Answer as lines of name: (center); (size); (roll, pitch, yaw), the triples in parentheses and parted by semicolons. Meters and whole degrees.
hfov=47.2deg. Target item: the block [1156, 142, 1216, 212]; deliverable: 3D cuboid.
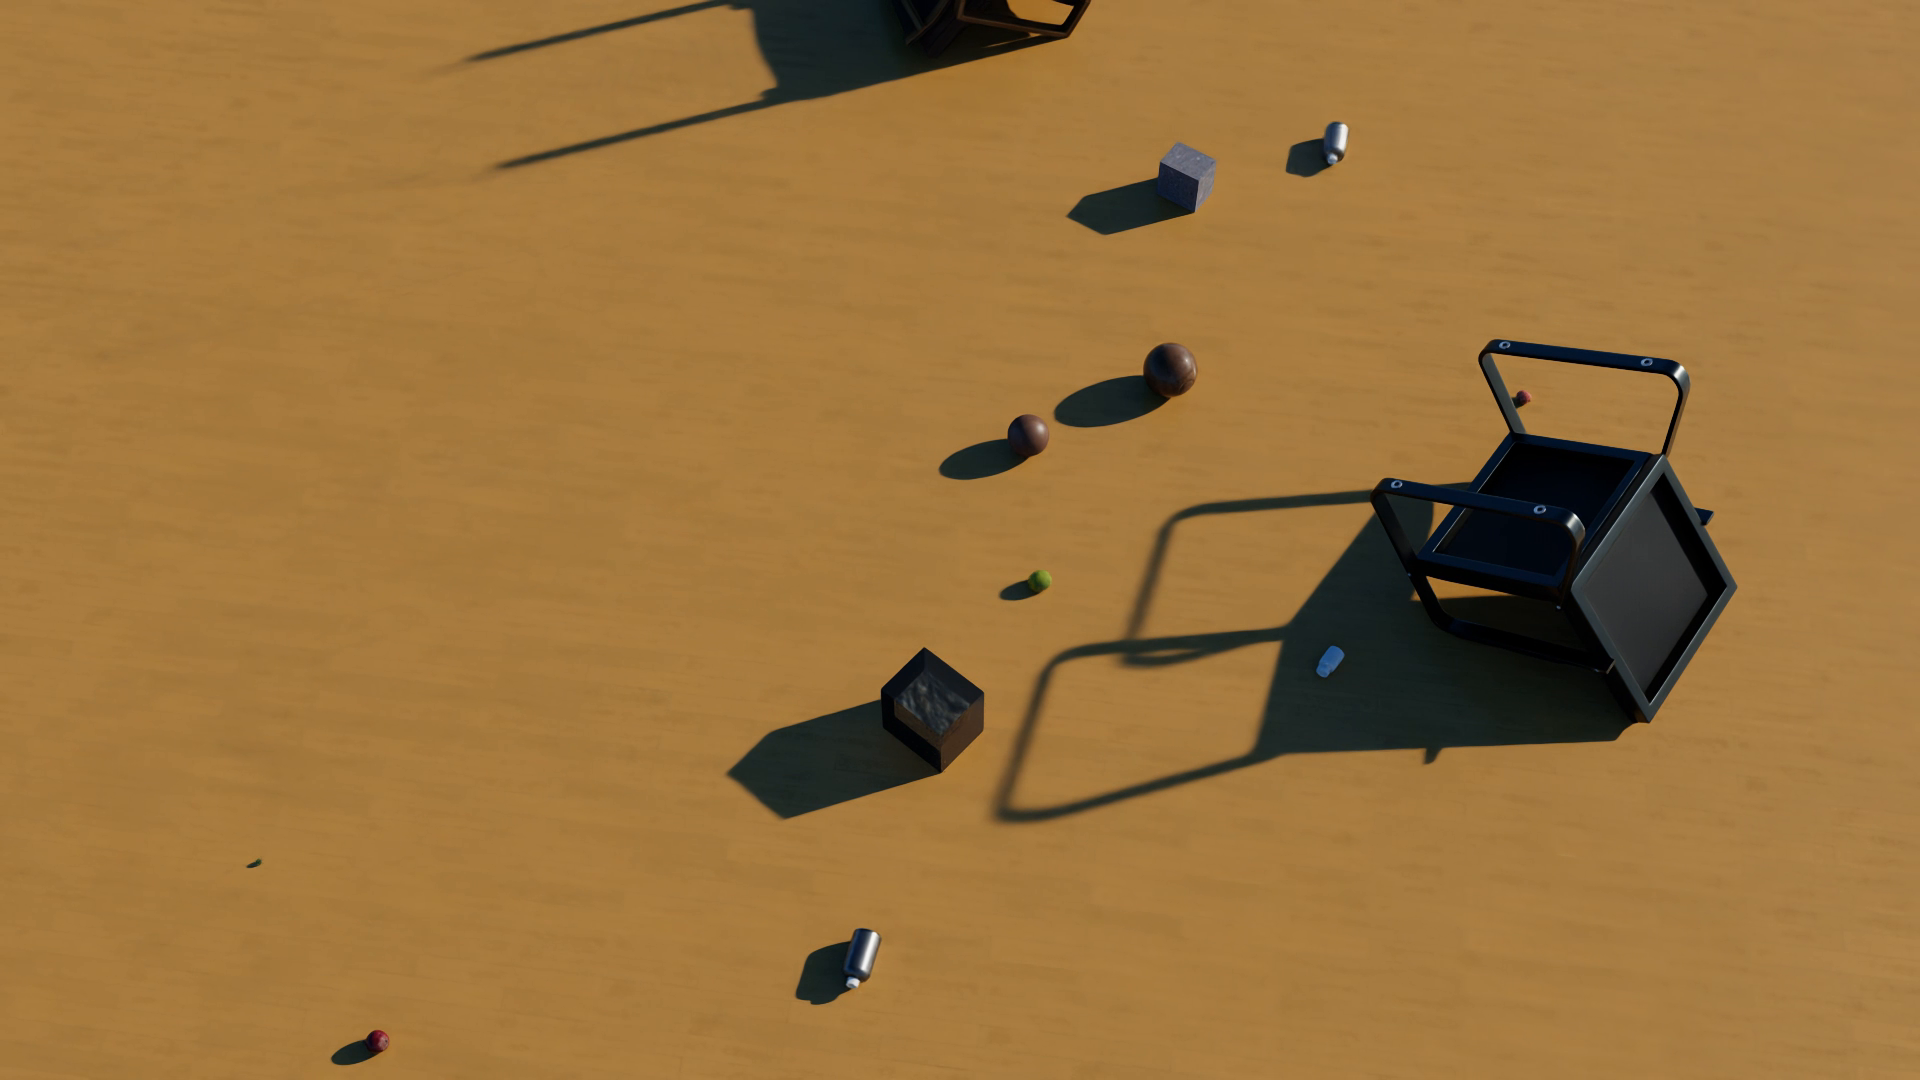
block: (0.750, -1.203, 7.289); (0.150, 0.153, 0.112); (30, 61, 19)

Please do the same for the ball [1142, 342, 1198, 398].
ball: (0.653, -0.528, 6.825); (0.171, 0.171, 0.171); (0, 56, 0)

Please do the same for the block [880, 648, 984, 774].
block: (-0.076, 0.474, 6.125); (0.220, 0.218, 0.180); (36, 63, 22)
